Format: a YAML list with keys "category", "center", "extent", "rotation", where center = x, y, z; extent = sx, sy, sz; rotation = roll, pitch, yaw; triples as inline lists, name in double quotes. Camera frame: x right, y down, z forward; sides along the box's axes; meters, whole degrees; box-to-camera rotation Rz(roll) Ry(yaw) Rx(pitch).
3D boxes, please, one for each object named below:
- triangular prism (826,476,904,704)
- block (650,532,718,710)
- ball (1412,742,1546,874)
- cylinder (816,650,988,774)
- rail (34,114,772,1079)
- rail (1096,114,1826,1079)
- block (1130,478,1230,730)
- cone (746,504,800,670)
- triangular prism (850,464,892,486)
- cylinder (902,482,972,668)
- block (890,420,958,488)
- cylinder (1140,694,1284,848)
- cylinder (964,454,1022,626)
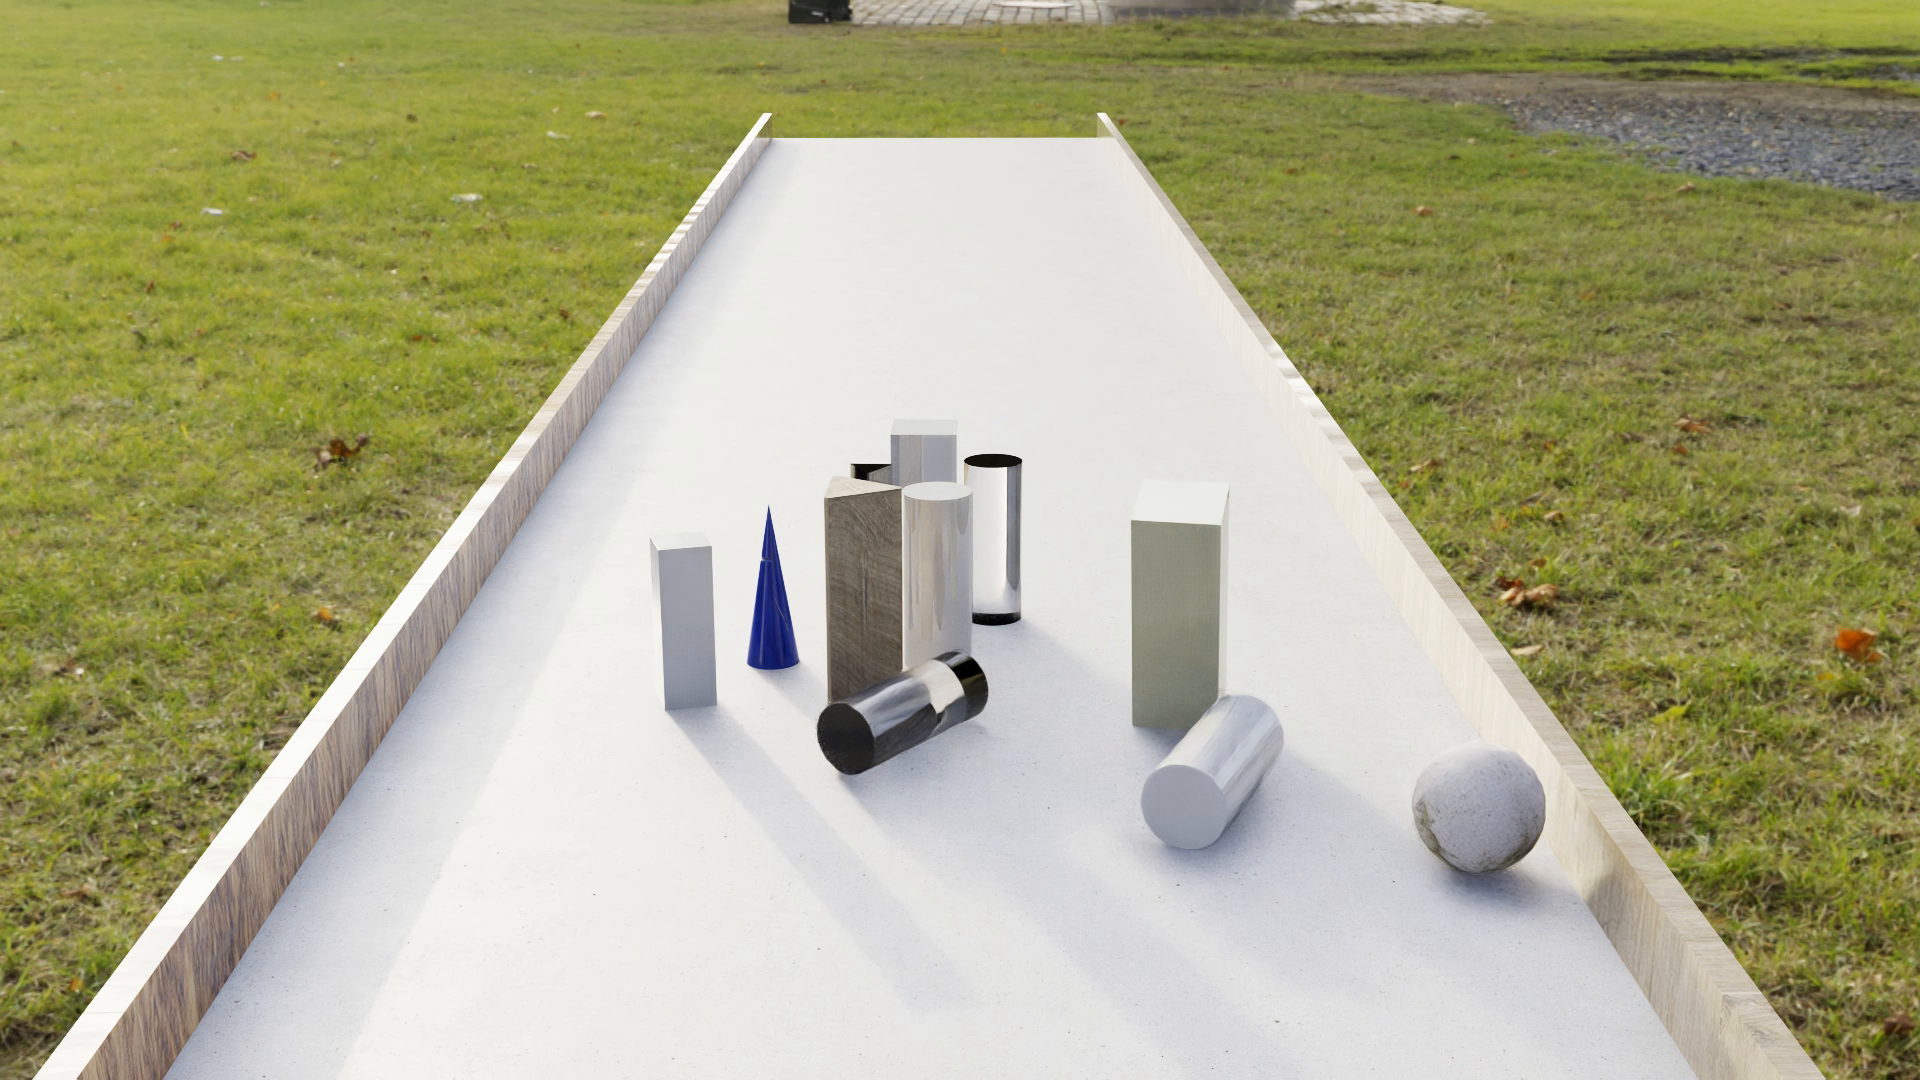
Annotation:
- category: "triangular prism"
  center: [-0.205, 0.103, 4.126]
  extent: [0.153, 0.430, 0.133]
  rotation: [-8, 18, -26]
- category: "block"
  center: [-0.523, 0.152, 4.160]
  extent: [0.100, 0.316, 0.100]
  rotation: [-5, 17, -16]
- category: "ball"
  center: [0.815, 0.420, 3.455]
  extent: [0.206, 0.206, 0.206]
  rotation: [0, 17, 0]
- category: "cylinder"
  center: [-0.100, 0.308, 3.961]
  extent: [0.131, 0.131, 0.337]
  rotation: [12, 20, 35]
- category: "rail"
  center: [-1.118, -0.838, 7.780]
  extent: [0.050, 0.150, 12.000]
  rotation: [0, 17, -1]
- category: "rail"
  center: [0.932, -0.844, 7.801]
  extent: [0.050, 0.150, 12.000]
  rotation: [0, 17, -1]
- category: "block"
  center: [0.403, 0.121, 4.017]
  extent: [0.158, 0.433, 0.158]
  rotation: [3, 29, 11]
- category: "cone"
  center: [-0.376, 0.084, 4.366]
  extent: [0.108, 0.329, 0.108]
  rotation: [0, 17, 0]
- category: "triangular prism"
  center: [-0.199, 0.000, 4.659]
  extent: [0.075, 0.324, 0.087]
  rotation: [10, 19, 31]
- category: "cylinder"
  center: [-0.045, 0.073, 4.364]
  extent: [0.140, 0.353, 0.140]
  rotation: [0, 17, 0]
- category: "block"
  center: [-0.077, -0.078, 4.868]
  extent: [0.144, 0.354, 0.144]
  rotation: [0, 17, 1]
- category: "cylinder"
  center: [0.426, 0.383, 3.683]
  extent: [0.146, 0.146, 0.346]
  rotation: [7, 18, 22]
- category: "cylinder"
  center: [0.069, -0.001, 4.630]
  extent: [0.123, 0.342, 0.123]
  rotation: [0, 17, 0]
